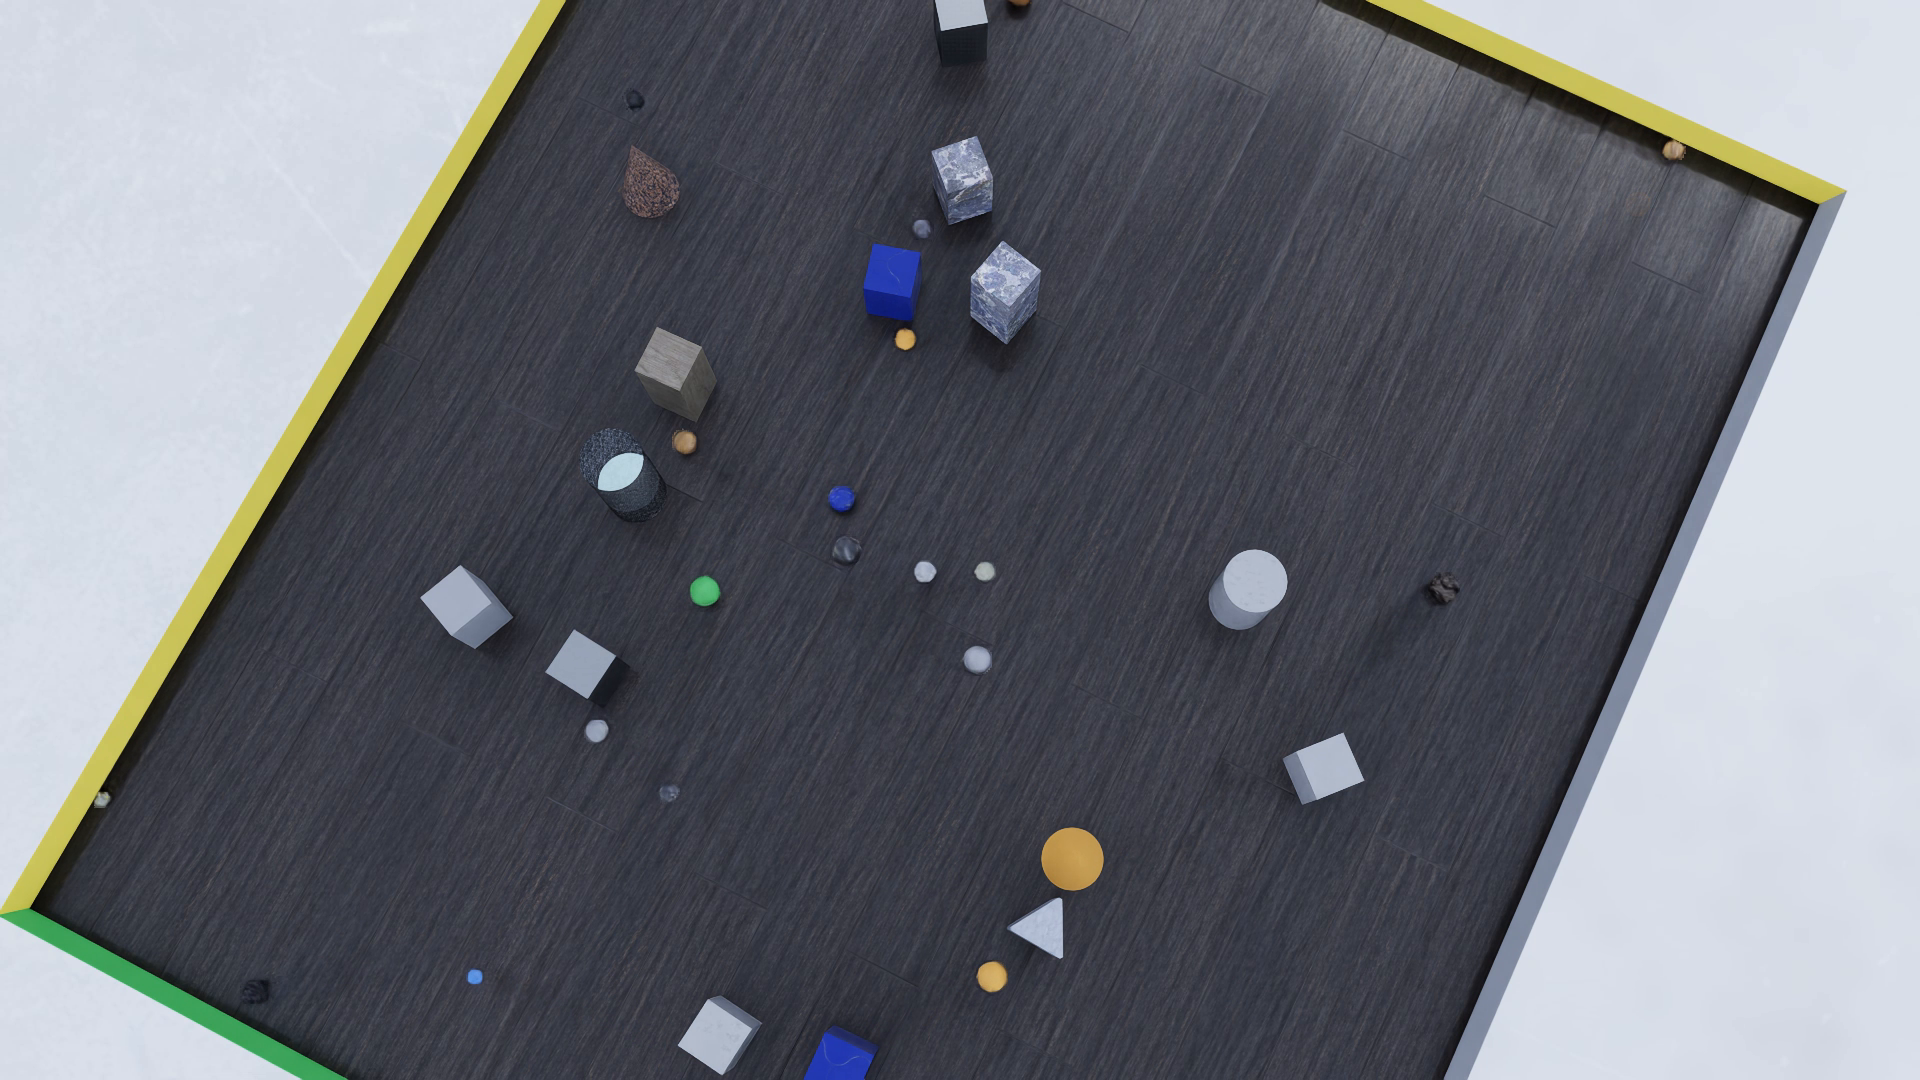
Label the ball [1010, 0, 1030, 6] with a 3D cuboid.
[{"bbox_3d":[0.194,-1.775,5.938,0.088,0.088,0.088,0,78,0],"label":"ball"}]

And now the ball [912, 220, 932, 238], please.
[{"bbox_3d":[-0.118,-0.982,5.788,0.061,0.061,0.061,0,78,0],"label":"ball"}]

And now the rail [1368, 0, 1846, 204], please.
[{"bbox_3d":[0.987,-1.927,5.953,3.966,0.119,0.045,26,80,5],"label":"rail"}]

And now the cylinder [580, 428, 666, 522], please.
[{"bbox_3d":[-0.995,-0.186,5.435,0.184,0.430,0.184,0,78,0],"label":"cylinder"}]

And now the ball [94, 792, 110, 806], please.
[{"bbox_3d":[-2.545,0.768,5.434,0.047,0.047,0.047,0,78,0],"label":"ball"}]

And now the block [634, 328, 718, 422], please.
[{"bbox_3d":[-0.855,-0.496,5.540,0.147,0.349,0.147,24,79,5],"label":"block"}]

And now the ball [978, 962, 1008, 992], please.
[{"bbox_3d":[0.093,1.266,5.310,0.087,0.087,0.087,0,78,0],"label":"ball"}]

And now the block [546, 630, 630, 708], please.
[{"bbox_3d":[-1.096,0.383,5.413,0.147,0.243,0.147,31,80,6],"label":"block"}]

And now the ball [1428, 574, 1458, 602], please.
[{"bbox_3d":[1.463,0.146,5.541,0.088,0.088,0.088,0,78,0],"label":"ball"}]

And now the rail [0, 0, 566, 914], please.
[{"bbox_3d":[-1.753,-0.852,5.730,0.045,0.119,4.461,26,80,5],"label":"rail"}]

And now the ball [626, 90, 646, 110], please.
[{"bbox_3d":[-1.041,-1.408,5.875,0.063,0.063,0.063,0,78,0],"label":"ball"}]

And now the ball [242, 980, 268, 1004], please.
[{"bbox_3d":[-2.041,1.309,5.309,0.073,0.073,0.073,0,78,0],"label":"ball"}]

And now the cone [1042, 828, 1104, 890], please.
[{"bbox_3d":[0.333,0.911,5.265,0.184,0.319,0.184,0,78,0],"label":"cone"}]

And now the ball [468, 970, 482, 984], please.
[{"bbox_3d":[-1.410,1.272,5.332,0.043,0.043,0.043,0,78,0],"label":"ball"}]

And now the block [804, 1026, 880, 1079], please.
[{"bbox_3d":[-0.330,1.467,5.130,0.147,0.358,0.147,24,79,5],"label":"block"}]

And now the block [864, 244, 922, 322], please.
[{"bbox_3d":[-0.206,-0.792,5.662,0.147,0.232,0.147,11,79,2],"label":"block"}]

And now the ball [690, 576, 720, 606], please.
[{"bbox_3d":[-0.771,0.156,5.538,0.091,0.091,0.091,0,78,0],"label":"ball"}]

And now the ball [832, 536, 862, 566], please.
[{"bbox_3d":[-0.345,0.034,5.562,0.092,0.092,0.092,0,78,0],"label":"ball"}]

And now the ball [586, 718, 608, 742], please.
[{"bbox_3d":[-1.083,0.568,5.465,0.067,0.067,0.067,0,78,0],"label":"ball"}]

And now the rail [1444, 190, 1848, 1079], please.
[{"bbox_3d":[1.753,0.864,5.376,0.045,0.119,4.461,26,80,5],"label":"rail"}]

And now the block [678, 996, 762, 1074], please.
[{"bbox_3d":[-0.676,1.398,5.187,0.147,0.275,0.147,32,80,6],"label":"block"}]

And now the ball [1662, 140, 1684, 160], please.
[{"bbox_3d":[2.274,-1.243,5.841,0.064,0.064,0.064,0,78,0],"label":"ball"}]

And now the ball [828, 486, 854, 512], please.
[{"bbox_3d":[-0.361,-0.127,5.602,0.080,0.080,0.080,0,78,0],"label":"ball"}]

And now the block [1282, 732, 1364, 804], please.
[{"bbox_3d":[1.059,0.671,5.358,0.147,0.235,0.147,-21,79,-4],"label":"block"}]

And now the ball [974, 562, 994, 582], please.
[{"bbox_3d":[0.075,0.096,5.566,0.059,0.059,0.059,0,78,0],"label":"ball"}]

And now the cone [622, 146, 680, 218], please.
[{"bbox_3d":[-0.986,-1.151,5.674,0.184,0.353,0.184,0,78,0],"label":"cone"}]

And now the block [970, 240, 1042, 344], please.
[{"bbox_3d":[0.136,-0.750,5.588,0.147,0.358,0.147,39,81,7],"label":"block"}]

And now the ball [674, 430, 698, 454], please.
[{"bbox_3d":[-0.845,-0.300,5.642,0.072,0.072,0.072,0,78,0],"label":"ball"}]

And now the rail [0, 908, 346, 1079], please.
[{"bbox_3d":[-0.987,1.939,5.153,3.966,0.119,0.045,26,80,5],"label":"rail"}]

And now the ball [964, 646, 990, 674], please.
[{"bbox_3d":[0.052,0.359,5.500,0.083,0.083,0.083,0,78,0],"label":"ball"}]

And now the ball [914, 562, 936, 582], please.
[{"bbox_3d":[-0.106,0.097,5.563,0.065,0.065,0.065,0,78,0],"label":"ball"}]

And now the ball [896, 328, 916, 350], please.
[{"bbox_3d":[-0.170,-0.626,5.713,0.064,0.064,0.064,0,78,0],"label":"ball"}]

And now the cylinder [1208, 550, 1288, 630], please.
[{"bbox_3d":[0.848,0.150,5.421,0.184,0.322,0.184,0,78,0],"label":"cylinder"}]

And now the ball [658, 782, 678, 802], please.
[{"bbox_3d":[-0.864,0.749,5.432,0.058,0.058,0.058,0,78,0],"label":"ball"}]

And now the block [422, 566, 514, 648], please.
[{"bbox_3d":[-1.460,0.201,5.439,0.147,0.266,0.147,-40,81,-8],"label":"block"}]

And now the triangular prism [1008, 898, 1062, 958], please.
[{"bbox_3d":[0.240,1.077,5.185,0.159,0.409,0.138,29,80,6],"label":"triangular prism"}]

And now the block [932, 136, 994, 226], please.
[{"bbox_3d":[0.007,-1.118,5.715,0.147,0.259,0.147,-19,79,-4],"label":"block"}]

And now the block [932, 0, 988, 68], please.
[{"bbox_3d":[0.001,-1.638,5.826,0.147,0.253,0.147,-11,79,-2],"label":"block"}]
